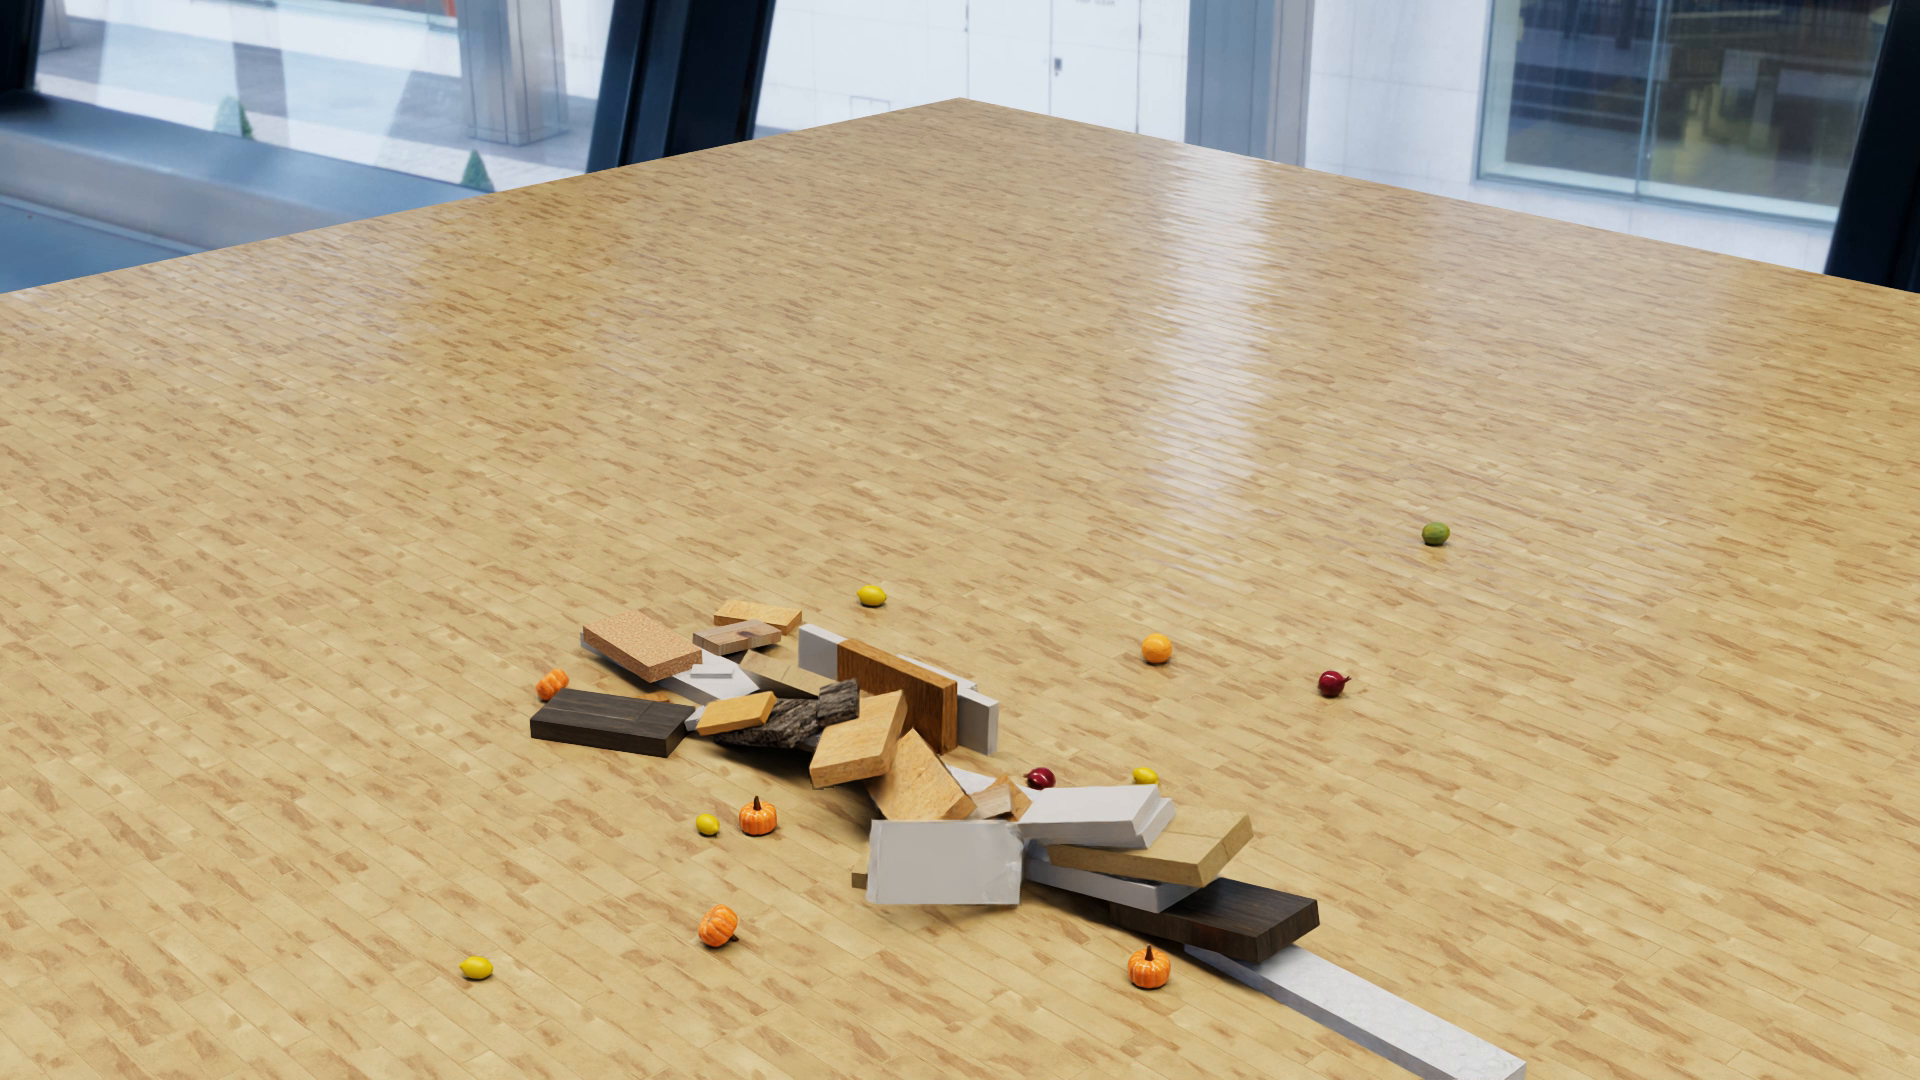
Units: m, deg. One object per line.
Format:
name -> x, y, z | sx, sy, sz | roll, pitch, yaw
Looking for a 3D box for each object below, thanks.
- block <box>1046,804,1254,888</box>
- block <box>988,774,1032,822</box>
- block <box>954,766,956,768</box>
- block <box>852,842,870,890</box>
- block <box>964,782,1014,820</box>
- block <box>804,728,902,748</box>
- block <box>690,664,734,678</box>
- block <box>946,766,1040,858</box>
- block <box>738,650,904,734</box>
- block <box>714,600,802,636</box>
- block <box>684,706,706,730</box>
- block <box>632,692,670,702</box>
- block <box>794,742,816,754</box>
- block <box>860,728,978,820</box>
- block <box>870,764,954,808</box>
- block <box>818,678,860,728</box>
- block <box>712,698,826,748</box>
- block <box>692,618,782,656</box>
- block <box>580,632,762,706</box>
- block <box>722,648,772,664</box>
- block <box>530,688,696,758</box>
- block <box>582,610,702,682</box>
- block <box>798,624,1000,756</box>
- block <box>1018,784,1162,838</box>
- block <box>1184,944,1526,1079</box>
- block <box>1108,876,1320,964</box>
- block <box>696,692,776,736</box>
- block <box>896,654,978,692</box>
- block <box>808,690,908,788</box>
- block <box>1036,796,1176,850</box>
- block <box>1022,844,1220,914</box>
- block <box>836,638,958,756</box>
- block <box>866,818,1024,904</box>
block -> 0.349, 0.555, 4.070 | 0.349, 0.049, 0.175 | 1, 26, 42
block -> 0.099, 0.506, 4.222 | 0.059, 0.017, 0.119 | -40, 49, -10
block -> 0.051, 0.543, 4.345 | 0.248, 0.035, 0.124 | 18, 62, 39
block -> -0.077, 0.636, 4.219 | 0.237, 0.034, 0.118 | 5, 24, 12
block -> 0.043, 0.512, 4.222 | 0.119, 0.017, 0.059 | -19, 55, 19
block -> -0.225, 0.403, 4.549 | 0.107, 0.030, 0.214 | -28, 21, -31
block -> -0.557, 0.296, 4.945 | 0.092, 0.013, 0.046 | 0, 23, 0
block -> 0.052, 0.525, 4.263 | 0.248, 0.035, 0.124 | 12, 59, 29
block -> -0.301, 0.342, 4.761 | 0.357, 0.159, 0.045 | 17, 67, 34
block -> -0.486, 0.186, 5.288 | 0.189, 0.027, 0.095 | 8, 24, 17
block -> -0.507, 0.371, 4.744 | 0.162, 0.023, 0.081 | -14, 14, 24
block -> -0.697, 0.360, 4.896 | 0.092, 0.013, 0.046 | -9, 25, -21
block -> -0.272, 0.414, 4.657 | 0.107, 0.030, 0.214 | -29, 21, -33
block -> -0.085, 0.492, 4.293 | 0.149, 0.042, 0.298 | -43, 30, -1
block -> -0.049, 0.508, 4.382 | 0.248, 0.035, 0.124 | 15, 61, 38
block -> -0.249, 0.335, 4.541 | 0.081, 0.023, 0.162 | -14, 19, 3
block -> -0.393, 0.386, 4.658 | 0.141, 0.040, 0.283 | -30, 16, -36
block -> -0.519, 0.226, 5.123 | 0.189, 0.027, 0.094 | -12, 24, -44
block -> -0.651, 0.284, 5.040 | 0.527, 0.040, 0.141 | 20, 30, 39
block -> -0.534, 0.269, 5.091 | 0.189, 0.027, 0.094 | 21, 31, 40
block -> -0.752, 0.395, 4.772 | 0.318, 0.045, 0.159 | 7, 24, 15
block -> -0.728, 0.241, 5.039 | 0.141, 0.040, 0.283 | -18, 29, -36
block -> -0.142, 0.324, 4.826 | 0.556, 0.118, 0.034 | 20, 29, 36
block -> 0.240, 0.504, 4.075 | 0.241, 0.034, 0.121 | -6, 24, 32
block -> 0.673, 0.806, 3.818 | 0.121, 0.034, 0.640 | -21, 30, -40
block -> 0.460, 0.678, 4.004 | 0.175, 0.049, 0.349 | -21, 18, -40
block -> -0.473, 0.367, 4.650 | 0.162, 0.023, 0.081 | -12, 34, 27
block -> -0.089, 0.325, 4.953 | 0.237, 0.034, 0.118 | 18, 29, 37
block -> -0.202, 0.398, 4.425 | 0.149, 0.042, 0.298 | -13, 19, 12
block -> 0.268, 0.524, 4.096 | 0.241, 0.034, 0.121 | -4, 25, 37
block -> 0.297, 0.615, 4.152 | 0.175, 0.049, 0.349 | -21, 18, -40
block -> -0.138, 0.337, 4.762 | 0.318, 0.159, 0.045 | 20, 29, 39
block -> -0.025, 0.595, 4.073 | 0.298, 0.149, 0.042 | 5, -2, -27
